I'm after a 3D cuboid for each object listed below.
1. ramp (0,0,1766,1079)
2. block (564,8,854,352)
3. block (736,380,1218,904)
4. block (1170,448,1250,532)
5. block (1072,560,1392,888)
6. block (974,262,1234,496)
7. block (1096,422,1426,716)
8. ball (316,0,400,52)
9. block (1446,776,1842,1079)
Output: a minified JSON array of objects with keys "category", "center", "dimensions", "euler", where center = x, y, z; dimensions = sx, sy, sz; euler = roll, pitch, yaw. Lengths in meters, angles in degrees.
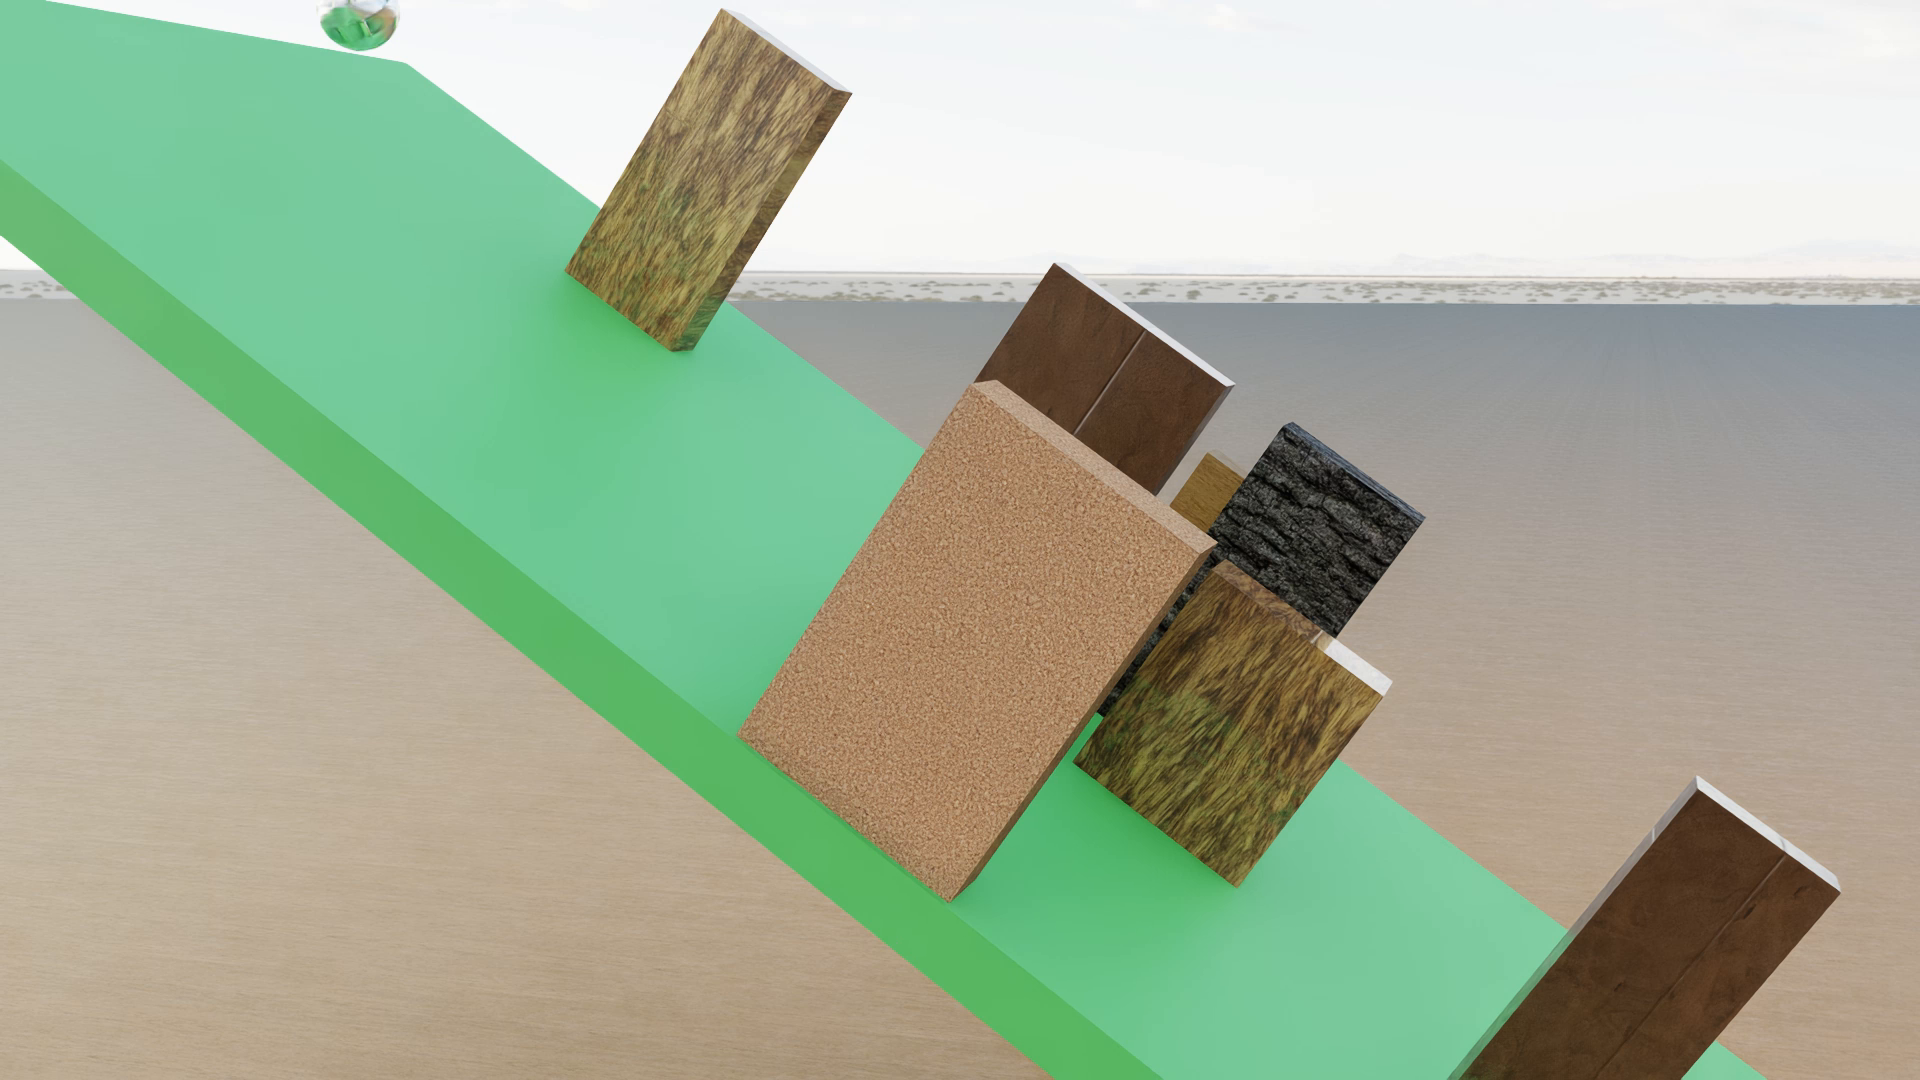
[{"category":"ramp","center":[-0.099,0.174,4.086],"dimensions":[4.000,0.100,2.000],"euler":[37,16,10]},{"category":"block","center":[-0.526,-0.741,4.565],"dimensions":[0.296,0.643,0.110],"euler":[37,16,10]},{"category":"block","center":[0.018,0.141,3.077],"dimensions":[0.386,0.612,0.129],"euler":[37,16,10]},{"category":"block","center":[0.564,0.105,4.634],"dimensions":[0.395,0.441,0.102],"euler":[37,16,10]},{"category":"block","center":[0.474,0.317,3.834],"dimensions":[0.358,0.426,0.143],"euler":[37,16,10]},{"category":"block","center":[0.100,-0.058,3.630],"dimensions":[0.343,0.727,0.084],"euler":[37,16,10]},{"category":"block","center":[0.549,0.134,4.121],"dimensions":[0.304,0.649,0.116],"euler":[37,16,10]},{"category":"ball","center":[-1.253,-1.104,4.579],"dimensions":[0.169,0.169,0.169],"euler":[0,7,0]},{"category":"block","center":[0.988,0.694,3.280],"dimensions":[0.242,0.676,0.092],"euler":[37,16,10]}]
